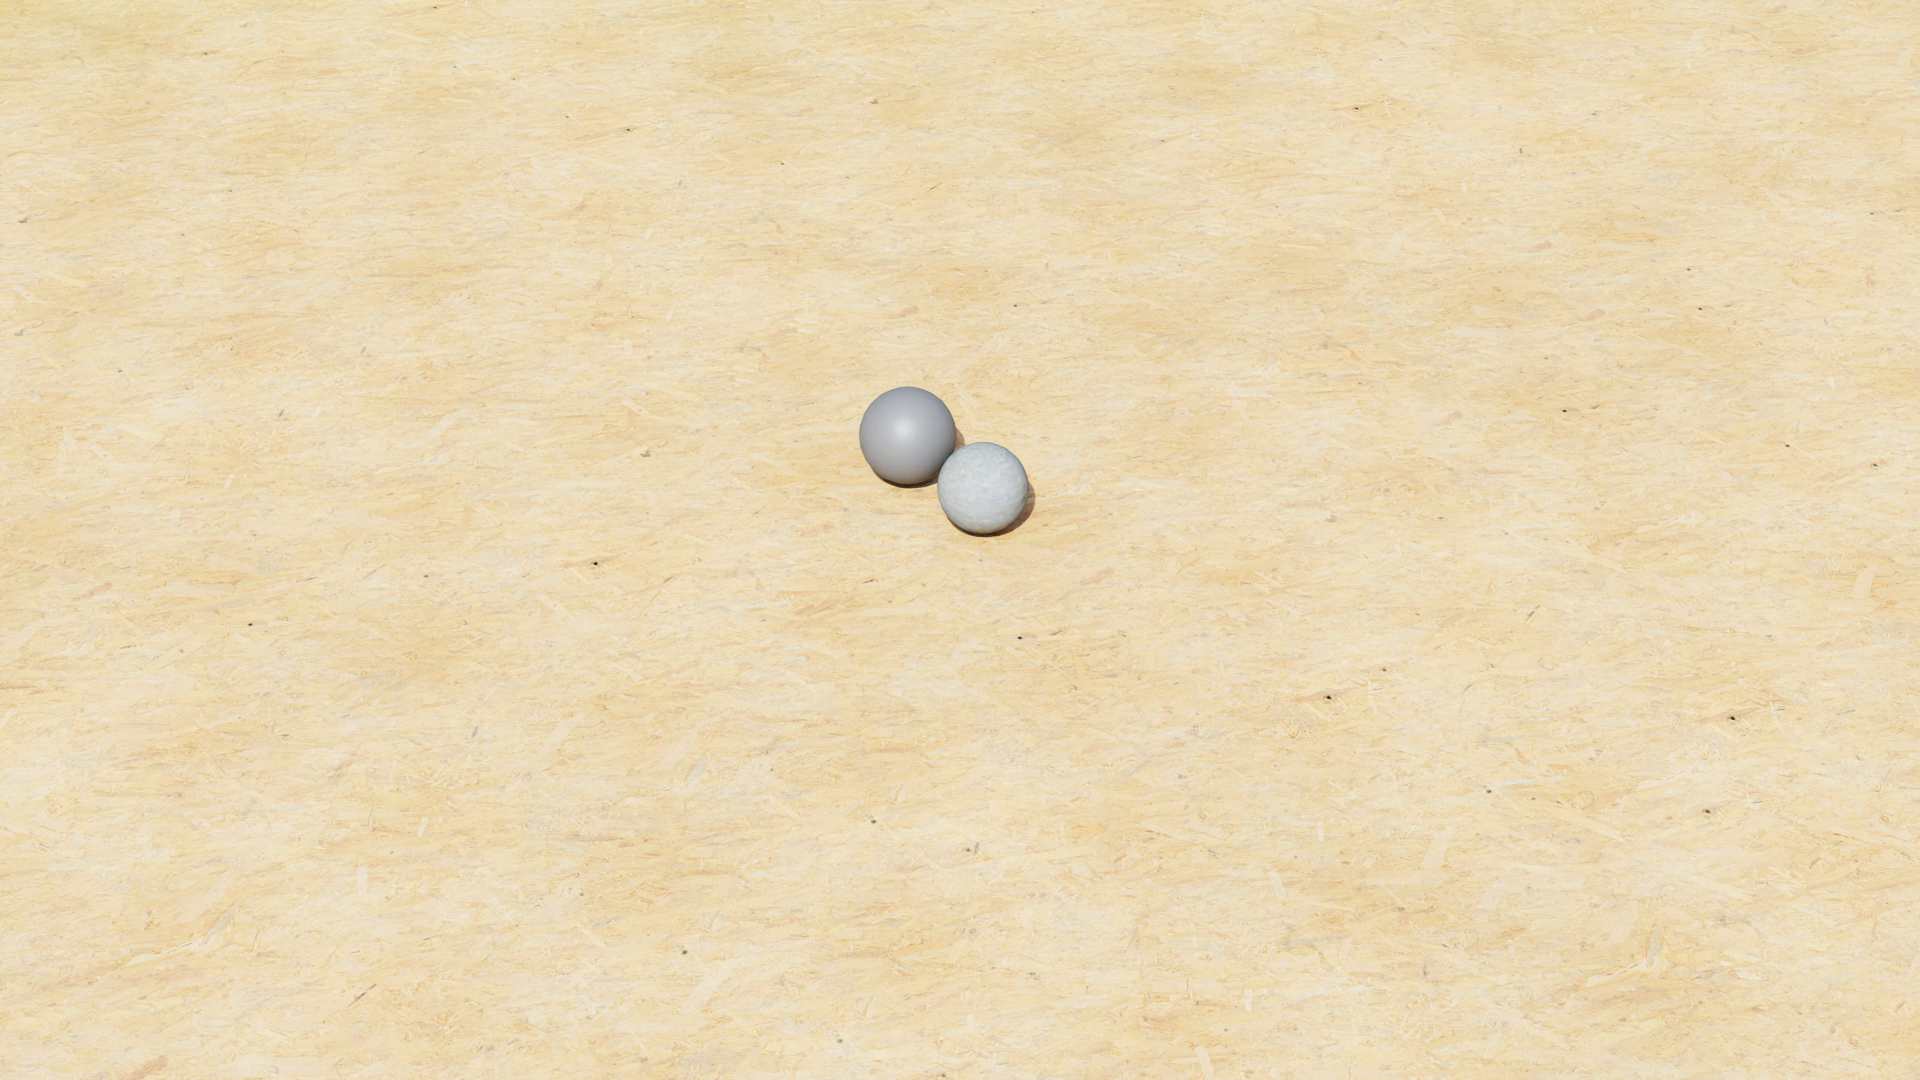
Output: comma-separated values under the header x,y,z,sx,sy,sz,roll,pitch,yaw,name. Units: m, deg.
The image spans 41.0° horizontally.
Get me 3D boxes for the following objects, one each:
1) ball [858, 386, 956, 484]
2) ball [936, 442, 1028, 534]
x,y,z,sx,sy,sz,roll,pitch,yaw,name
-0.033,-0.065,1.598,0.061,0.061,0.061,0,37,0,ball
0.014,-0.032,1.558,0.056,0.056,0.056,0,37,0,ball
